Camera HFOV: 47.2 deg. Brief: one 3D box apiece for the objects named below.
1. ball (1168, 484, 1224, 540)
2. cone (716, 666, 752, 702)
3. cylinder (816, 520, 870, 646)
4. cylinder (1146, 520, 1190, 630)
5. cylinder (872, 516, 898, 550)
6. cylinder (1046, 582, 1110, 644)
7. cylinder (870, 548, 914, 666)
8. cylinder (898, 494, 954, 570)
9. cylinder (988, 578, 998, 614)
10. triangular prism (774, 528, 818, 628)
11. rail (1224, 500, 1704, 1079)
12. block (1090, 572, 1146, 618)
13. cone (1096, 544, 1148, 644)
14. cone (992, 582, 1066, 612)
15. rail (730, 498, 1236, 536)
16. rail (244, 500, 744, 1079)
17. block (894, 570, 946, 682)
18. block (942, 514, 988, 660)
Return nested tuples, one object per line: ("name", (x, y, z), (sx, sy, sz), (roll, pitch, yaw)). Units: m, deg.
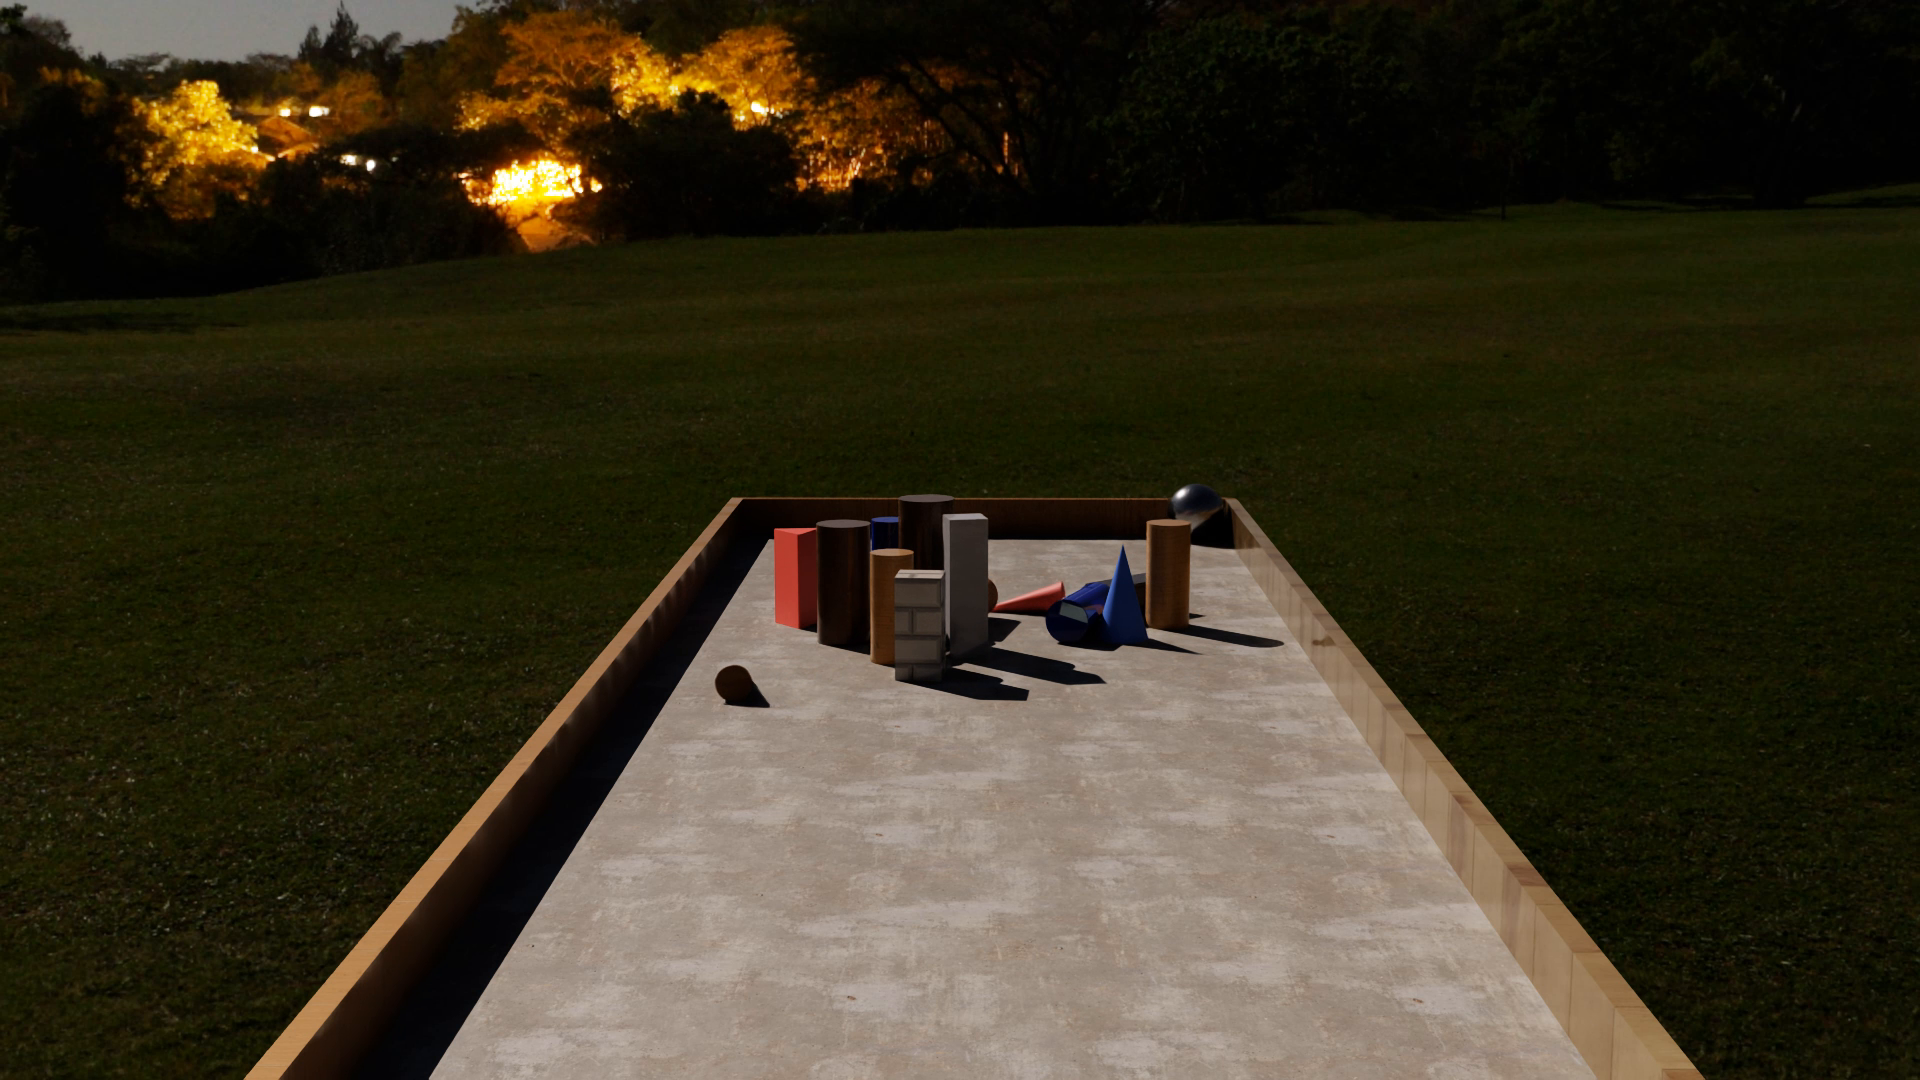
("ball", (0.966, -0.115, 8.990), (0.232, 0.232, 0.232), (0, 9, 0))
("cone", (-0.641, 0.391, 6.377), (0.103, 0.103, 0.459), (0, 3, -2))
("cylinder", (-0.367, 0.135, 6.953), (0.172, 0.378, 0.172), (0, 9, 0))
("cylinder", (0.681, 0.112, 7.205), (0.144, 0.343, 0.144), (0, 9, 0))
("cylinder", (-0.228, 0.108, 7.202), (0.123, 0.353, 0.123), (0, 9, 0))
("cylinder", (0.394, 0.233, 7.088), (0.141, 0.141, 0.329), (3, 10, 20))
("cylinder", (-0.206, 0.202, 6.665), (0.134, 0.335, 0.134), (0, 9, 0))
("cylinder", (-0.105, 0.095, 6.944), (0.178, 0.459, 0.178), (0, 9, 0))
("cylinder", (0.025, 0.210, 7.231), (0.142, 0.142, 0.319), (2, 9, 12))
("triangular prism", (-0.517, 0.121, 7.246), (0.125, 0.313, 0.144), (-7, 11, -37))
("rail", (1.046, 0.843, 3.208), (0.050, 0.150, 12.000), (0, 9, 1))
("block", (0.577, 0.193, 7.412), (0.331, 0.119, 0.119), (-9, 13, -44))
("cone", (0.516, 0.164, 6.993), (0.171, 0.307, 0.171), (0, 9, 0))
("cone", (0.204, 0.219, 7.460), (0.303, 0.107, 0.107), (-9, 8, 8))
("rail", (0.099, -0.098, 9.147), (2.100, 0.150, 0.050), (0, 9, 1))
("rail", (-1.004, 0.839, 3.234), (0.050, 0.150, 12.000), (0, 9, 1))
("block", (-0.116, 0.250, 6.459), (0.136, 0.305, 0.136), (1, 9, 5))
("block", (0.016, 0.141, 6.743), (0.119, 0.430, 0.119), (-2, 9, -11))
